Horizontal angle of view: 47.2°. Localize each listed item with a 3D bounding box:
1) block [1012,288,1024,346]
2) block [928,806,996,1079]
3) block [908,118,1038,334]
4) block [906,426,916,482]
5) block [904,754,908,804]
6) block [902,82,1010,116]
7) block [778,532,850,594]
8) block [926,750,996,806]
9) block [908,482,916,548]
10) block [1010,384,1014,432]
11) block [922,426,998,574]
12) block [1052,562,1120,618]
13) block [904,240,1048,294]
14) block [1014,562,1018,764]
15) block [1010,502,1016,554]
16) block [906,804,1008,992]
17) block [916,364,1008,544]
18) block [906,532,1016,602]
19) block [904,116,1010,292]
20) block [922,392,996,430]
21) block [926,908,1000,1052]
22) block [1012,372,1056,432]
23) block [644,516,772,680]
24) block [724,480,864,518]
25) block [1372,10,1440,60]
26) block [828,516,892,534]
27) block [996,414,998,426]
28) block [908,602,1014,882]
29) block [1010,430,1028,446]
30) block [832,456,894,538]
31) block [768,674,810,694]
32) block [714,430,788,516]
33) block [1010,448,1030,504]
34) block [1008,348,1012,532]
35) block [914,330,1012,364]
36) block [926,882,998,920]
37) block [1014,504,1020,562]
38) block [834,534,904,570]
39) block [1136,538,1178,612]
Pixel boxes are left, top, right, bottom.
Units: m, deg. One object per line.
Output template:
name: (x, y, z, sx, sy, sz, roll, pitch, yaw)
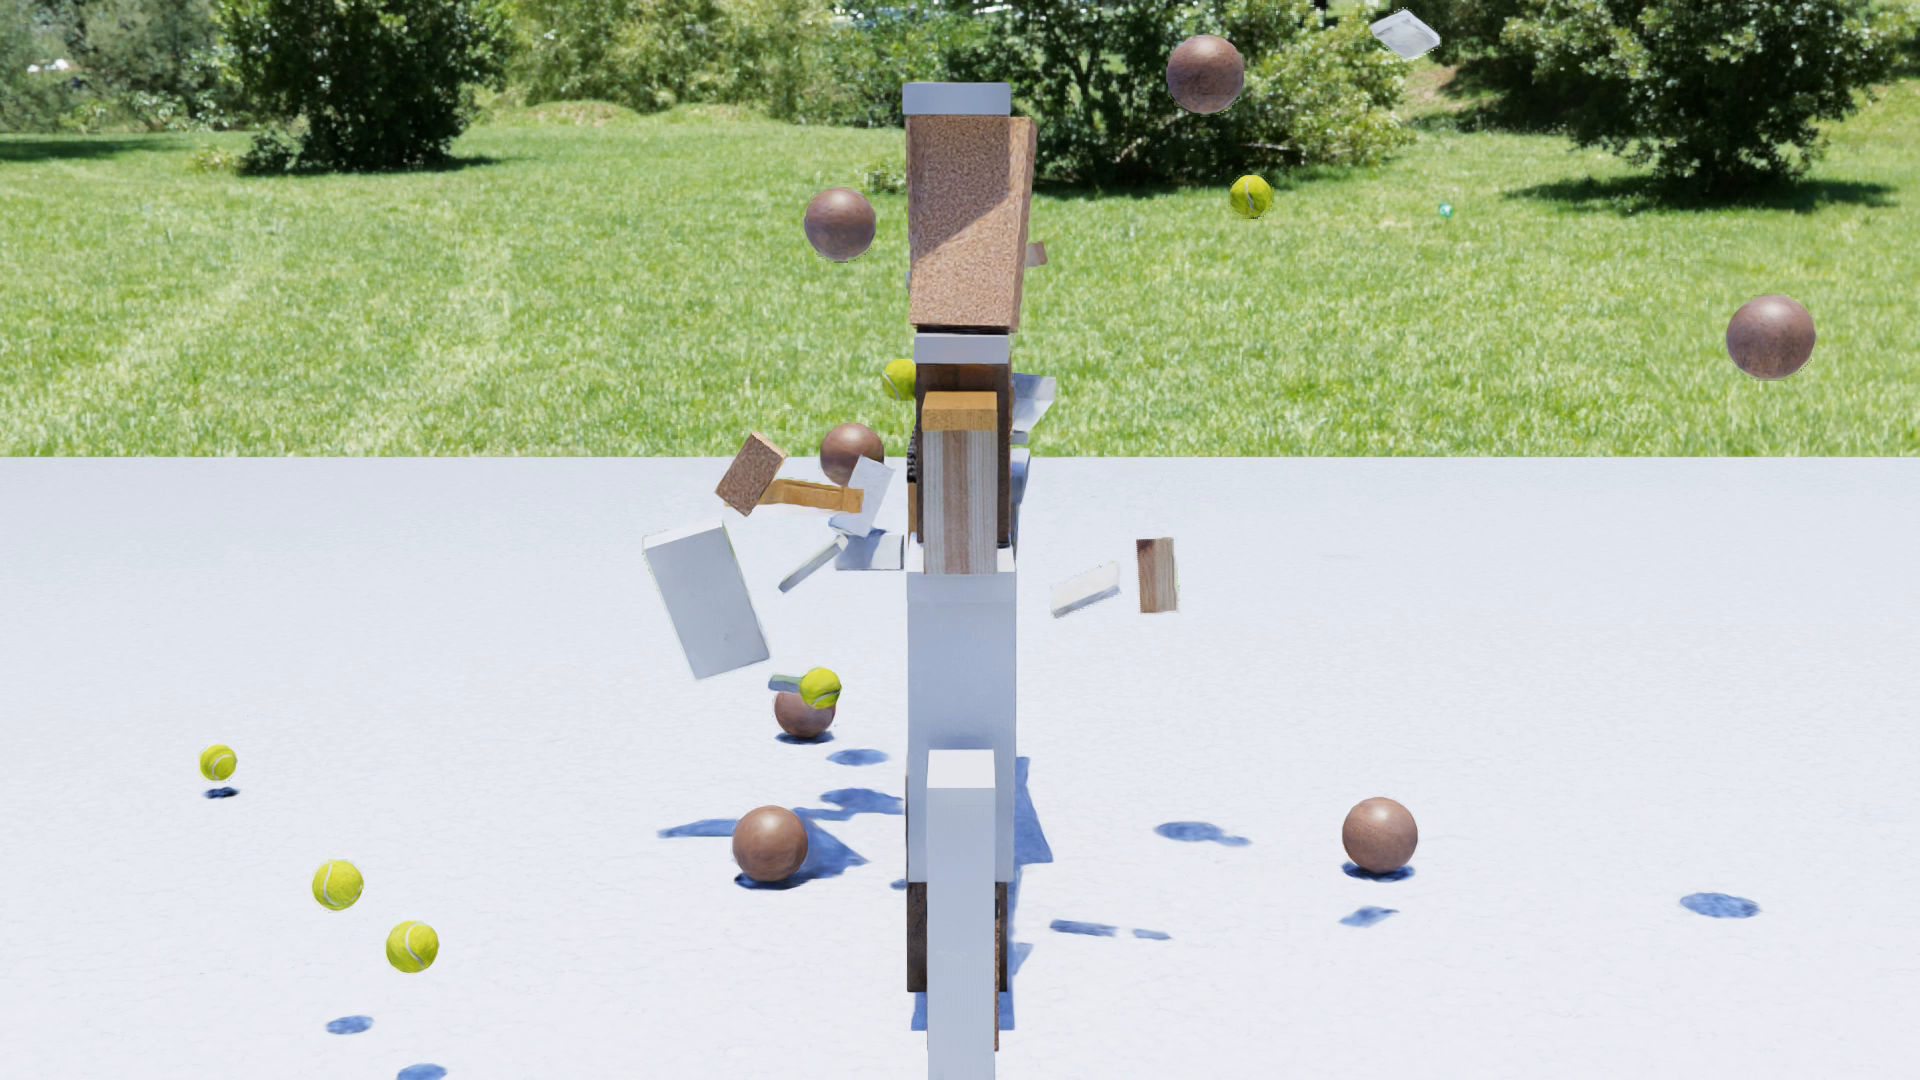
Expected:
block: (0.024, -0.348, 3.426, 0.131, 0.037, 0.276, -7, 22, 9)
block: (0.001, 0.533, 2.878, 0.087, 0.402, 0.025, 0, 11, 0)
block: (0.019, -0.445, 3.100, 0.149, 0.299, 0.042, 3, -7, 17)
block: (0.000, -0.150, 3.795, 0.171, 0.048, 0.342, 1, 11, 1)
block: (-0.005, 0.333, 3.310, 0.148, 0.042, 0.297, 0, 11, 0)
block: (-0.002, -0.636, 3.181, 0.149, 0.042, 0.299, 0, 10, 1)
block: (-0.263, 0.042, 3.968, 0.142, 0.019, 0.068, -36, 6, 19)
block: (0.002, 0.312, 2.897, 0.087, 0.025, 0.175, 0, 11, 0)
block: (-0.002, 0.062, 3.729, 0.171, 0.342, 0.048, 0, 12, 0)
block: (0.046, -0.146, 3.537, 0.067, 0.227, 0.019, 3, 27, -2)
block: (0.000, -0.053, 2.916, 0.098, 0.195, 0.028, 0, 12, 0)
block: (0.192, 0.077, 3.363, 0.112, 0.016, 0.056, -23, 33, 20)
block: (0.024, -0.452, 3.651, 0.131, 0.037, 0.262, -17, 8, -26)
block: (0.009, 0.181, 3.217, 0.146, 0.292, 0.041, 0, 11, -2)
block: (0.007, 0.086, 4.078, 0.173, 0.346, 0.049, 4, 15, 1)
block: (-0.005, 0.518, 3.244, 0.148, 0.297, 0.042, 0, 11, 0)
block: (0.003, -0.125, 3.118, 0.131, 0.261, 0.037, 0, 18, 1)
block: (0.001, 0.035, 3.088, 0.146, 0.041, 0.292, 0, 11, 0)
block: (0.001, -0.473, 3.243, 0.149, 0.299, 0.042, -2, -3, -9)
block: (0.001, -0.174, 2.958, 0.098, 0.028, 0.195, 0, 11, 1)
block: (0.004, 0.606, 3.036, 0.099, 0.199, 0.028, 0, 11, 0)
block: (0.067, -0.235, 3.864, 0.142, 0.040, 0.518, 7, -5, -4)
block: (-0.446, 0.106, 3.900, 0.142, 0.283, 0.040, -17, 29, 2)
block: (-0.286, -0.070, 3.747, 0.142, 0.040, 0.283, 7, -4, -26)
block: (0.649, -0.735, 3.200, 0.056, 0.016, 0.112, -21, -20, 33)
block: (-0.175, -0.010, 4.061, 0.128, 0.018, 0.064, 13, -15, 29)
block: (0.002, -0.077, 3.046, 0.098, 0.195, 0.028, 0, 10, -2)
block: (0.001, 0.272, 3.033, 0.146, 0.404, 0.041, 0, 11, -1)
block: (0.055, -0.181, 3.783, 0.067, 0.019, 0.133, -6, 12, -30)
block: (-0.175, -0.078, 3.974, 0.068, 0.136, 0.019, 23, -3, -6)
block: (-0.306, 0.257, 3.937, 0.064, 0.018, 0.128, 7, 1, -1)
block: (-0.346, -0.110, 3.632, 0.068, 0.136, 0.019, 37, 30, 3)
block: (0.038, -0.128, 4.148, 0.173, 0.049, 0.347, 4, 11, 3)
block: (0.010, -0.077, 3.289, 0.130, 0.420, 0.037, 0, 14, 2)
block: (0.007, -0.286, 3.157, 0.130, 0.037, 0.261, 1, 11, 2)
block: (0.003, 0.483, 3.081, 0.099, 0.028, 0.199, 0, 11, 0)
block: (0.015, 0.162, 4.330, 0.173, 0.589, 0.049, 4, 13, 0)
block: (-0.165, 0.022, 3.997, 0.128, 0.064, 0.018, -1, -11, 18)
block: (0.298, 0.053, 3.327, 0.056, 0.112, 0.016, -3, 1, 17)
